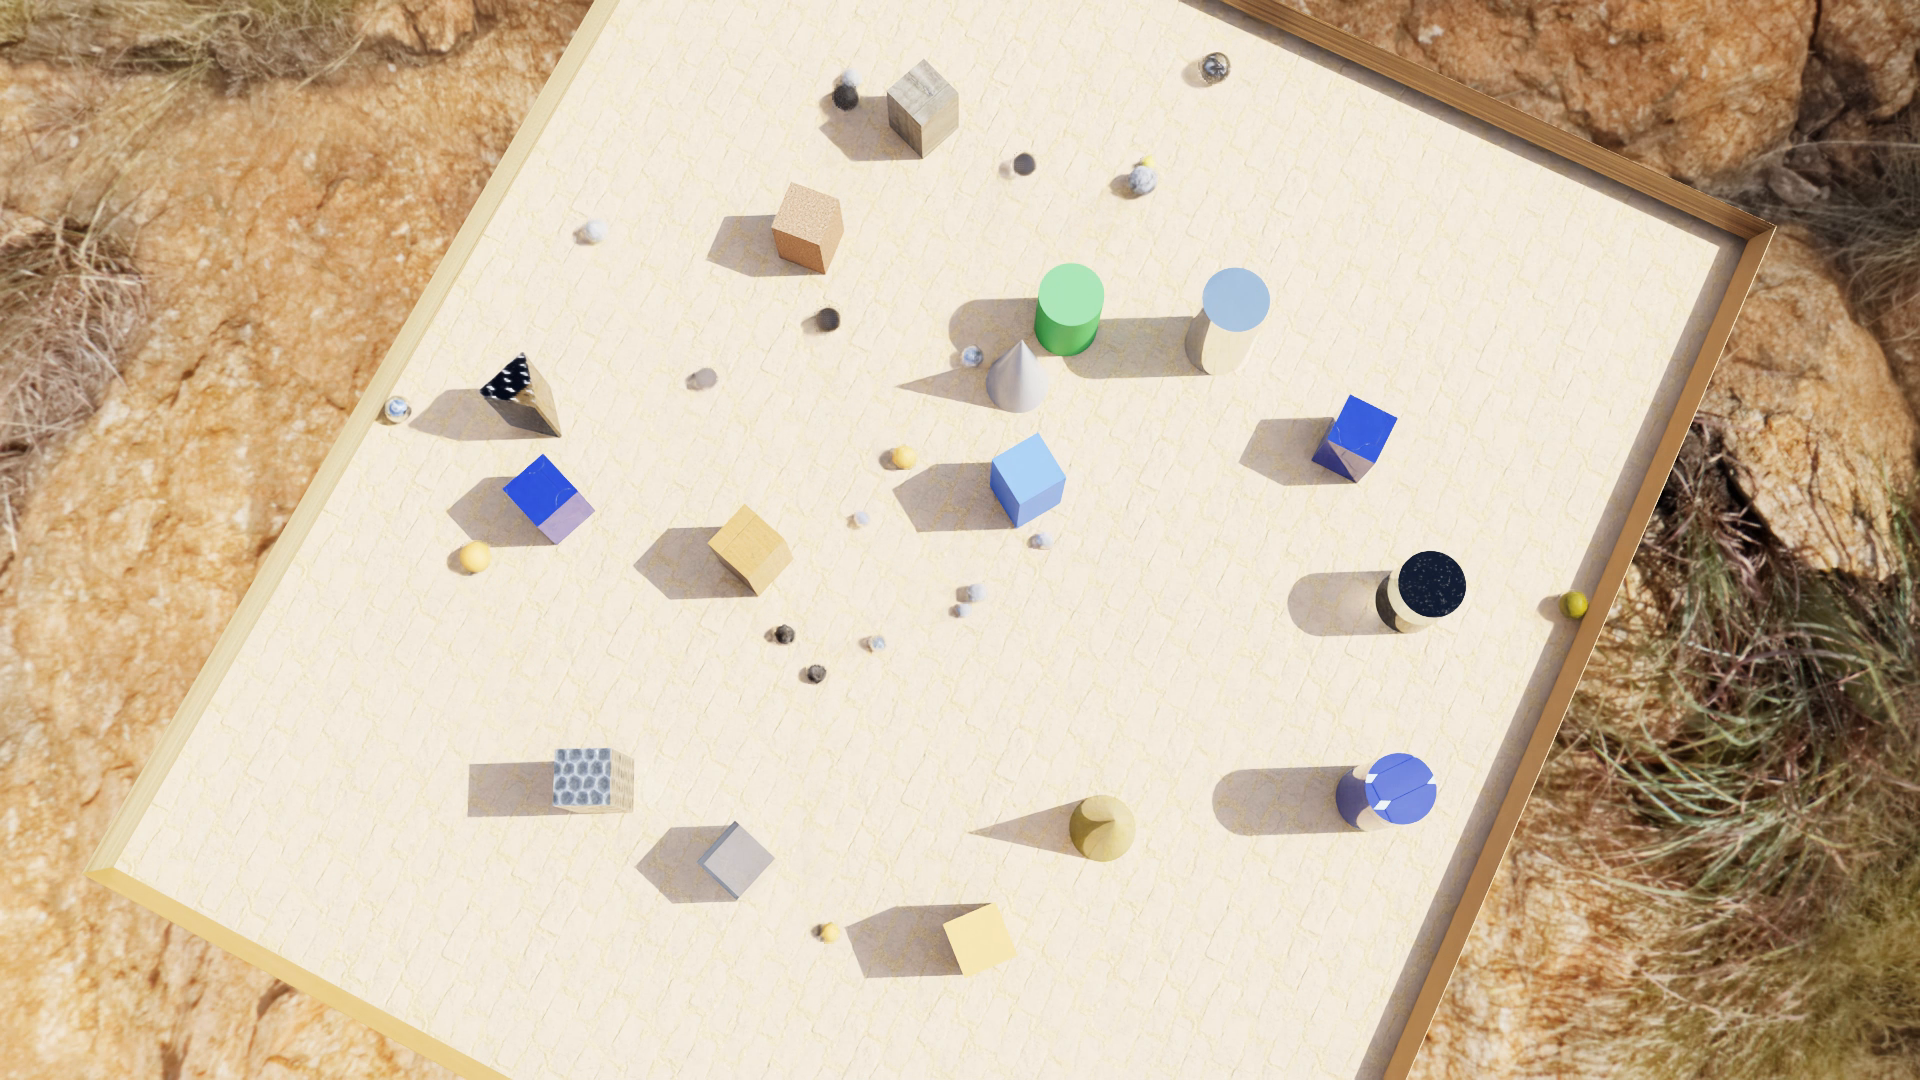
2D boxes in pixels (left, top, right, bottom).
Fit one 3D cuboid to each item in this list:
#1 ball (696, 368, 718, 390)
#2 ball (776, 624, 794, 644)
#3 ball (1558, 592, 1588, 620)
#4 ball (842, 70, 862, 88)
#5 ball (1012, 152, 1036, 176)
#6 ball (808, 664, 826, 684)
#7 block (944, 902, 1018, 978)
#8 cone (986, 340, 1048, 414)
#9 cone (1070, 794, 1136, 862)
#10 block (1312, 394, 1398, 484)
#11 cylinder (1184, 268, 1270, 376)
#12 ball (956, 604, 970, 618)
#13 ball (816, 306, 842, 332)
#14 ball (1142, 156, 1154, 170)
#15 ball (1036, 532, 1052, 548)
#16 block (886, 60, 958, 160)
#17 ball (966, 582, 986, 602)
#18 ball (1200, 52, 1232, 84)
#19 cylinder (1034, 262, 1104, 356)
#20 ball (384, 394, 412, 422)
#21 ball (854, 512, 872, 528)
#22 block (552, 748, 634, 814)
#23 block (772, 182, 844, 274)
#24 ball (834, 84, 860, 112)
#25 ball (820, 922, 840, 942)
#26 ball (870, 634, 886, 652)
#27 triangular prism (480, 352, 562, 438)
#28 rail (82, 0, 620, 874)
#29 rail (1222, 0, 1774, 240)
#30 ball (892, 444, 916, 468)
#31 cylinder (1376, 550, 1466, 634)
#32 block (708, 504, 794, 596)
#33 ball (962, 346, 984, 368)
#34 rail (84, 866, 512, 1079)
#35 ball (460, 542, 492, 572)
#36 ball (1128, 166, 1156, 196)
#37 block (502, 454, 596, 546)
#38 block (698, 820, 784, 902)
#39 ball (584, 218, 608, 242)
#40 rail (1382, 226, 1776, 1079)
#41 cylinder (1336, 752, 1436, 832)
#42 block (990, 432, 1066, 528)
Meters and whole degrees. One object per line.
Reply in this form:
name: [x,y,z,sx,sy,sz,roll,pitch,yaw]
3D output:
ball: [-0.784,-0.501,5.685,0.069,0.069,0.069,0,78,0]
ball: [-0.528,0.285,5.528,0.059,0.059,0.059,0,78,0]
ball: [1.851,0.198,5.532,0.086,0.086,0.086,0,78,0]
ball: [-0.347,-1.483,5.892,0.061,0.061,0.061,0,78,0]
ball: [0.205,-1.193,5.825,0.076,0.076,0.076,0,78,0]
ball: [-0.429,0.402,5.504,0.057,0.057,0.057,0,78,0]
block: [0.056,1.137,5.215,0.158,0.325,0.158,-22,79,-4]
cone: [0.179,-0.535,5.504,0.198,0.437,0.198,0,78,0]
cone: [0.423,0.810,5.218,0.198,0.452,0.198,0,78,0]
block: [1.192,-0.304,5.551,0.158,0.253,0.158,28,80,5]
cylinder: [0.802,-0.654,5.532,0.198,0.431,0.198,0,78,0]
ball: [0.010,0.213,5.550,0.043,0.043,0.043,0,78,0]
ball: [-0.411,-0.687,5.718,0.081,0.081,0.081,0,78,0]
ball: [0.600,-1.200,5.843,0.043,0.043,0.043,0,78,0]
ball: [0.258,0.001,5.591,0.050,0.050,0.050,0,78,0]
block: [-0.115,-1.354,5.767,0.158,0.255,0.158,-43,81,-8]
ball: [0.049,0.160,5.553,0.060,0.060,0.060,0,78,0]
ball: [0.821,-1.516,5.880,0.099,0.099,0.099,0,78,0]
cylinder: [0.332,-0.702,5.608,0.198,0.301,0.198,0,78,0]
ball: [-1.735,-0.405,5.657,0.085,0.085,0.085,0,78,0]
ball: [-0.297,-0.063,5.604,0.050,0.050,0.050,0,78,0]
block: [-1.051,0.697,5.282,0.158,0.373,0.158,-1,78,0]
block: [-0.469,-0.964,5.683,0.158,0.261,0.158,21,79,4]
ball: [-0.364,-1.415,5.867,0.083,0.083,0.083,0,78,0]
ball: [-0.379,1.146,5.351,0.055,0.055,0.055,0,78,0]
ball: [-0.248,0.311,5.526,0.052,0.052,0.052,0,78,0]
triangular prism: [-1.300,-0.445,5.531,0.171,0.348,0.148,15,79,3]
rail: [-1.612,-0.782,5.712,0.045,0.128,4.037,26,80,5]
rail: [0.892,-1.740,5.910,3.651,0.128,0.045,26,80,5]
ball: [-0.172,-0.256,5.632,0.073,0.073,0.073,0,78,0]
cylinder: [1.362,0.157,5.432,0.198,0.298,0.198,0,78,0]
block: [-0.620,0.034,5.456,0.158,0.301,0.158,41,81,8]
ball: [0.039,-0.569,5.699,0.070,0.070,0.070,0,78,0]
rail: [-0.892,1.754,5.187,3.651,0.128,0.045,26,80,5]
ball: [-1.467,0.053,5.558,0.093,0.093,0.093,0,78,0]
ball: [0.577,-1.137,5.806,0.090,0.090,0.090,0,78,0]
block: [-1.231,-0.120,5.506,0.158,0.266,0.158,-43,81,-8]
block: [-0.634,0.930,5.300,0.158,0.243,0.158,42,81,8]
ball: [-1.149,-0.976,5.780,0.077,0.077,0.077,0,78,0]
rail: [1.612,0.796,5.385,0.045,0.128,4.037,26,80,5]
cylinder: [1.217,0.727,5.257,0.198,0.410,0.198,0,78,0]
block: [0.200,-0.174,5.480,0.158,0.338,0.158,-30,80,-6]
